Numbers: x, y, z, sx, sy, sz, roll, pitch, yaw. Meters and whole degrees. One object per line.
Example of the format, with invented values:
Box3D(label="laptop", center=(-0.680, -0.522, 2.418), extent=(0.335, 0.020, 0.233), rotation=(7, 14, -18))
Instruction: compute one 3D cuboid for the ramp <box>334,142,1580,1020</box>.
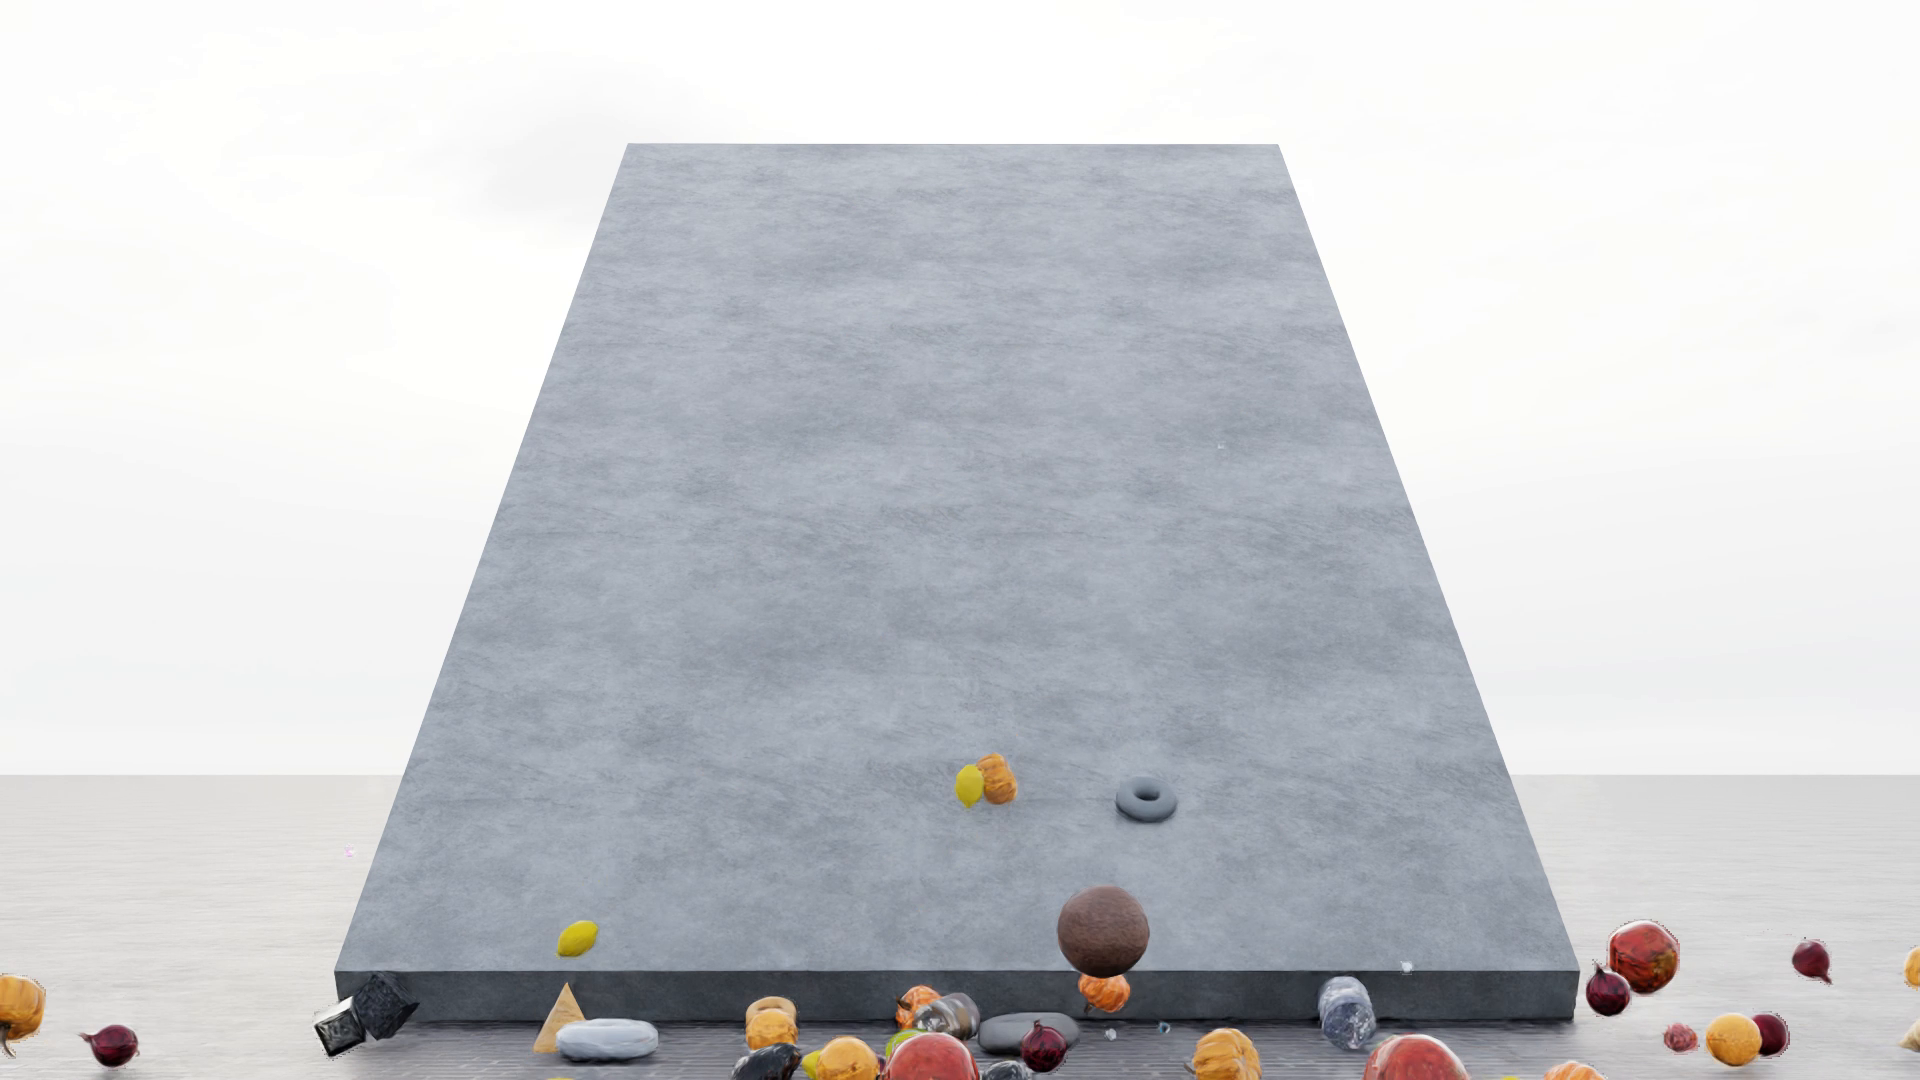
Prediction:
Box3D(label="ramp", center=(-0.012, -0.220, 5.619), extent=(2.000, 0.100, 4.000), rotation=(0, 29, 0))

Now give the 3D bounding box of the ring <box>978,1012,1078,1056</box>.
Box3D(label="ring", center=(0.098, 0.712, 3.450), extent=(0.146, 0.049, 0.146), rotation=(-4, -4, 0))

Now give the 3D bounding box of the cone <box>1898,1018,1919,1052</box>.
Box3D(label="cone", center=(1.352, 0.700, 3.363), extent=(0.090, 0.090, 0.090), rotation=(3, -26, -33))

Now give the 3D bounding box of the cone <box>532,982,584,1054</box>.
Box3D(label="cone", center=(-0.572, 0.690, 3.478), extent=(0.098, 0.098, 0.098), rotation=(0, -5, 0))

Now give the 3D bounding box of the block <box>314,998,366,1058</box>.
Box3D(label="block", center=(-0.824, 0.648, 3.183), extent=(0.051, 0.051, 0.051), rotation=(-24, 10, -9))

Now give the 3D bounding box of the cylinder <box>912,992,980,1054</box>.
Box3D(label="cylinder", center=(-0.019, 0.695, 3.447), extent=(0.070, 0.070, 0.070), rotation=(-4, 5, 38))

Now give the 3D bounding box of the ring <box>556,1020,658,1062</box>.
Box3D(label="ring", center=(-0.499, 0.707, 3.385), extent=(0.145, 0.048, 0.145), rotation=(0, -6, 0))

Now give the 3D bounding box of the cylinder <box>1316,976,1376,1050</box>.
Box3D(label="cylinder", center=(0.564, 0.690, 3.497), extent=(0.077, 0.077, 0.077), rotation=(0, 19, 0))

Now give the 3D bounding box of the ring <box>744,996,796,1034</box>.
Box3D(label="ring", center=(-0.294, 0.739, 3.720), extent=(0.081, 0.027, 0.081), rotation=(-4, 22, 2))

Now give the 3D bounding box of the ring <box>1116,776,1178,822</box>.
Box3D(label="ring", center=(0.330, 0.458, 4.230), extent=(0.109, 0.036, 0.109), rotation=(3, 30, -2))

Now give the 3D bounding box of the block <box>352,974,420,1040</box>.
Box3D(label="block", center=(-0.849, 0.685, 3.519), extent=(0.068, 0.068, 0.068), rotation=(39, -5, 9))
